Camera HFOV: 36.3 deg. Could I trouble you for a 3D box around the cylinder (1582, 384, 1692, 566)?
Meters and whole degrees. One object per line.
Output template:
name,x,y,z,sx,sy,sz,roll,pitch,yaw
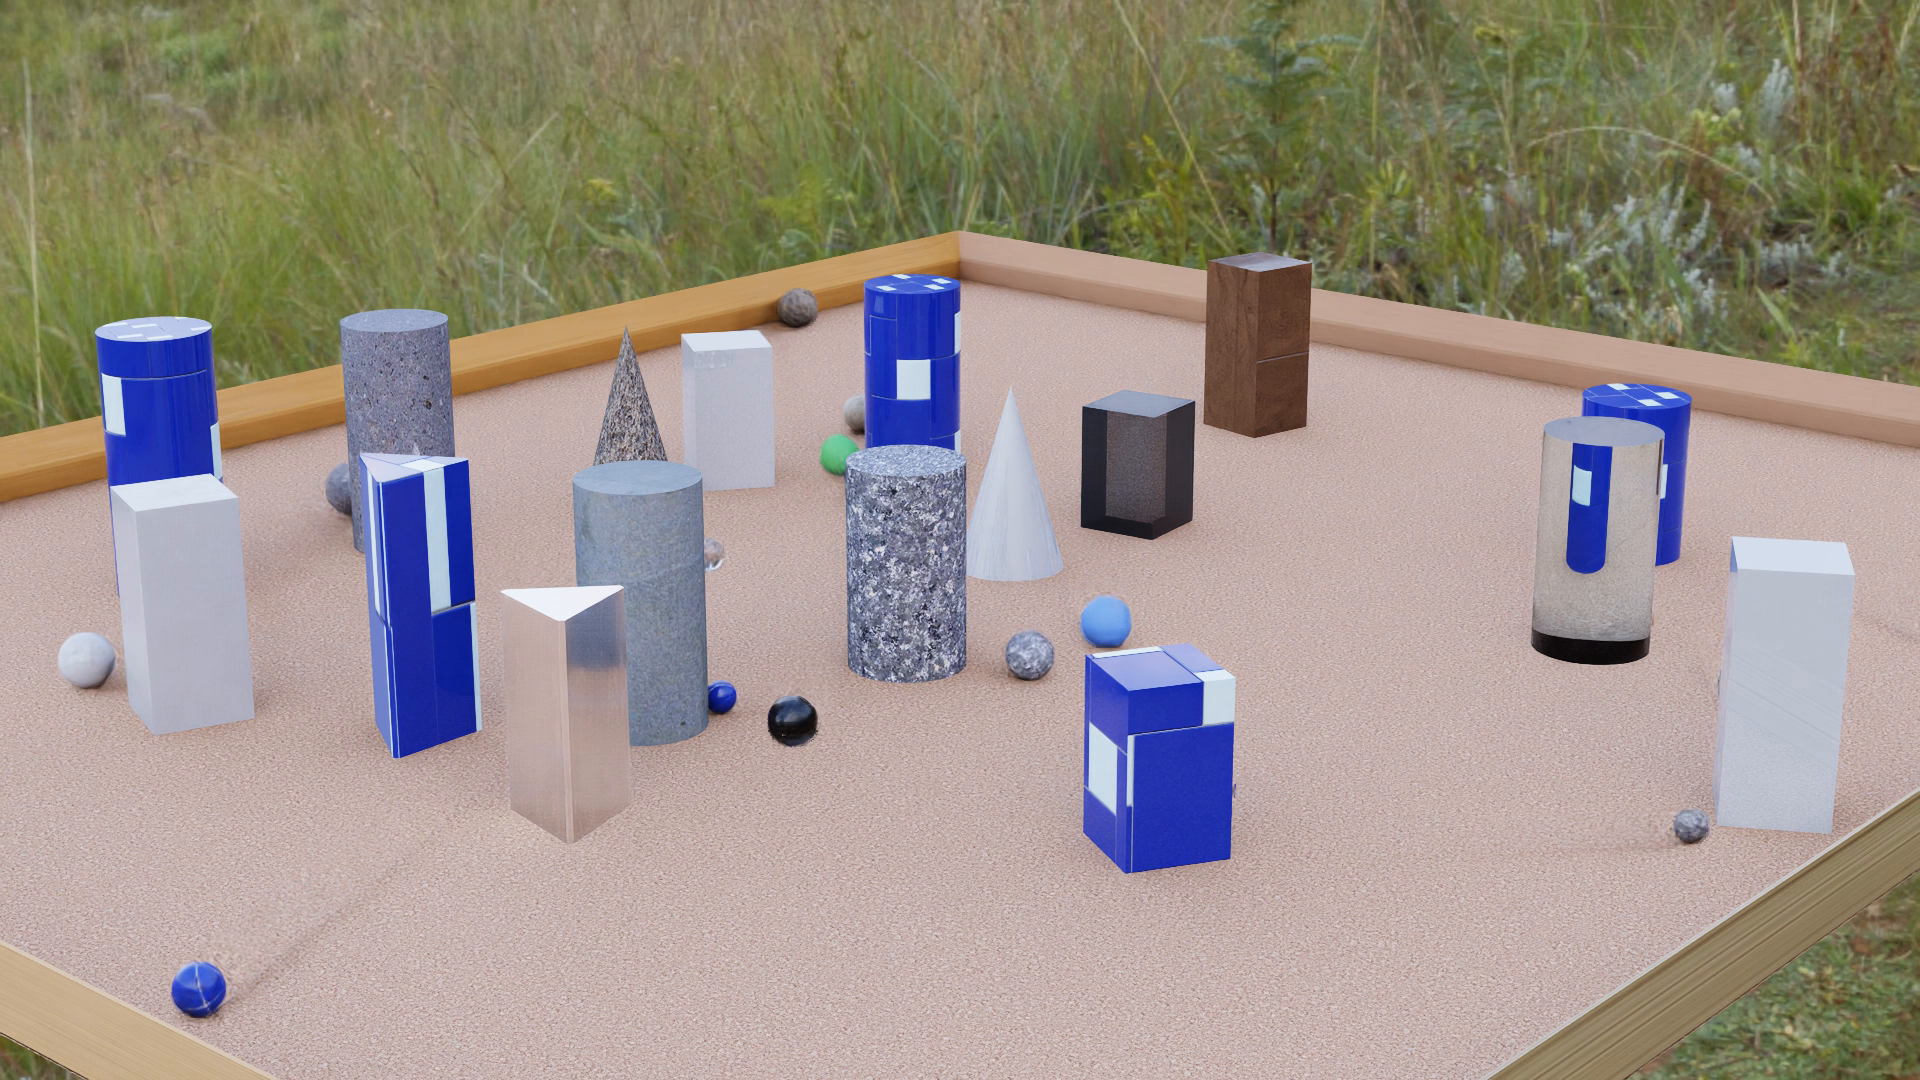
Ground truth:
cylinder,1.222,-0.119,5.334,0.193,0.293,0.193,0,17,0

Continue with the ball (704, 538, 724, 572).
ball,-0.452,0.027,5.254,0.059,0.059,0.059,0,17,0

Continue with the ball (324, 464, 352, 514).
ball,-1.165,-0.099,5.605,0.097,0.097,0.097,0,17,0

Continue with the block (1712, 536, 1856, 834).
block,1.154,0.202,4.120,0.155,0.378,0.155,3,17,11

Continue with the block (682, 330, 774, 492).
block,-0.460,-0.257,5.808,0.155,0.283,0.155,-4,17,-14

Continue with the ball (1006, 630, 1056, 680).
ball,0.113,0.183,4.701,0.080,0.080,0.080,0,17,0

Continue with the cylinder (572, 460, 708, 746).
cylinder,-0.483,0.094,4.451,0.193,0.394,0.193,0,17,0

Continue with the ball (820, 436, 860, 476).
ball,-0.239,-0.168,5.865,0.079,0.079,0.079,0,17,0

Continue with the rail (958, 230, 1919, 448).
rail,1.327,-0.410,6.583,3.567,0.126,0.045,14,22,39

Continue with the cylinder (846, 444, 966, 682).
cylinder,-0.086,0.037,4.731,0.193,0.343,0.193,0,17,0

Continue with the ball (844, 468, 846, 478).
ball,-0.208,-0.131,5.806,0.043,0.043,0.043,0,17,0

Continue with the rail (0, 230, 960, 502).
rail,-1.329,-0.302,6.225,0.045,0.126,4.095,14,22,39

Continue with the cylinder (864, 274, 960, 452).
cylinder,-0.095,-0.330,5.888,0.193,0.376,0.193,0,17,0

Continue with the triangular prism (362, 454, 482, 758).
triangular prism,-0.841,0.089,4.411,0.145,0.428,0.167,14,22,38

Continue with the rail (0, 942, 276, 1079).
rail,-1.327,0.473,3.657,3.567,0.126,0.045,14,22,39

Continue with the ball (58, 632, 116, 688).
ball,-1.387,0.191,4.661,0.088,0.088,0.088,0,17,0

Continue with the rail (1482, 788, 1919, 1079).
rail,1.329,0.365,4.016,0.045,0.126,4.095,14,22,39

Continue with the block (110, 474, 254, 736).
block,-1.195,0.097,4.508,0.155,0.355,0.155,-9,19,-28

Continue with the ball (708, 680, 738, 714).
ball,-0.372,0.243,4.551,0.051,0.051,0.051,0,17,0

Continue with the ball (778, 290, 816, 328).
ball,-0.398,-0.565,7.157,0.094,0.094,0.094,0,17,0

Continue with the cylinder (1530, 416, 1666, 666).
cylinder,1.045,0.000,4.810,0.193,0.368,0.193,0,17,0

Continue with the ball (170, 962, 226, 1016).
ball,-0.919,0.541,3.539,0.065,0.065,0.065,0,17,0

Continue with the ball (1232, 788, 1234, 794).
ball,0.365,0.357,4.176,0.049,0.049,0.049,0,17,0

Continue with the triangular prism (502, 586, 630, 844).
triangular prism,-0.530,0.233,4.111,0.145,0.325,0.167,-12,21,-35

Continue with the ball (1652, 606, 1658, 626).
ball,1.150,0.129,4.936,0.048,0.048,0.048,0,17,0

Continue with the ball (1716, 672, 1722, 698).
ball,1.216,0.228,4.539,0.087,0.087,0.087,0,17,0

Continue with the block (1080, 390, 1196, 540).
block,0.335,-0.143,5.513,0.155,0.235,0.155,11,20,32

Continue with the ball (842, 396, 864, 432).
ball,-0.209,-0.267,6.199,0.077,0.077,0.077,0,17,0

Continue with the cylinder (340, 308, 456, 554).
cylinder,-1.025,-0.197,5.370,0.193,0.420,0.193,0,17,0

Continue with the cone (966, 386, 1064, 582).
cone,0.091,-0.114,5.245,0.193,0.335,0.193,0,17,0

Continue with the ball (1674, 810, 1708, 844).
ball,1.010,0.396,4.054,0.046,0.046,0.046,0,17,0

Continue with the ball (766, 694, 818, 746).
ball,-0.252,0.272,4.412,0.077,0.077,0.077,0,17,0

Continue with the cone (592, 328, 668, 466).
cone,-0.629,-0.230,5.572,0.193,0.368,0.193,0,17,0

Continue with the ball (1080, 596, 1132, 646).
ball,0.243,0.134,4.853,0.086,0.086,0.086,0,17,0

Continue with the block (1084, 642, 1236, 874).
block,0.270,0.296,4.010,0.155,0.262,0.155,-6,18,-18

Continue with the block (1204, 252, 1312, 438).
block,0.629,-0.415,6.206,0.155,0.355,0.155,-13,21,-37

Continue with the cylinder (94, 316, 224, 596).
cylinder,-1.381,-0.137,5.090,0.193,0.468,0.193,0,17,0
